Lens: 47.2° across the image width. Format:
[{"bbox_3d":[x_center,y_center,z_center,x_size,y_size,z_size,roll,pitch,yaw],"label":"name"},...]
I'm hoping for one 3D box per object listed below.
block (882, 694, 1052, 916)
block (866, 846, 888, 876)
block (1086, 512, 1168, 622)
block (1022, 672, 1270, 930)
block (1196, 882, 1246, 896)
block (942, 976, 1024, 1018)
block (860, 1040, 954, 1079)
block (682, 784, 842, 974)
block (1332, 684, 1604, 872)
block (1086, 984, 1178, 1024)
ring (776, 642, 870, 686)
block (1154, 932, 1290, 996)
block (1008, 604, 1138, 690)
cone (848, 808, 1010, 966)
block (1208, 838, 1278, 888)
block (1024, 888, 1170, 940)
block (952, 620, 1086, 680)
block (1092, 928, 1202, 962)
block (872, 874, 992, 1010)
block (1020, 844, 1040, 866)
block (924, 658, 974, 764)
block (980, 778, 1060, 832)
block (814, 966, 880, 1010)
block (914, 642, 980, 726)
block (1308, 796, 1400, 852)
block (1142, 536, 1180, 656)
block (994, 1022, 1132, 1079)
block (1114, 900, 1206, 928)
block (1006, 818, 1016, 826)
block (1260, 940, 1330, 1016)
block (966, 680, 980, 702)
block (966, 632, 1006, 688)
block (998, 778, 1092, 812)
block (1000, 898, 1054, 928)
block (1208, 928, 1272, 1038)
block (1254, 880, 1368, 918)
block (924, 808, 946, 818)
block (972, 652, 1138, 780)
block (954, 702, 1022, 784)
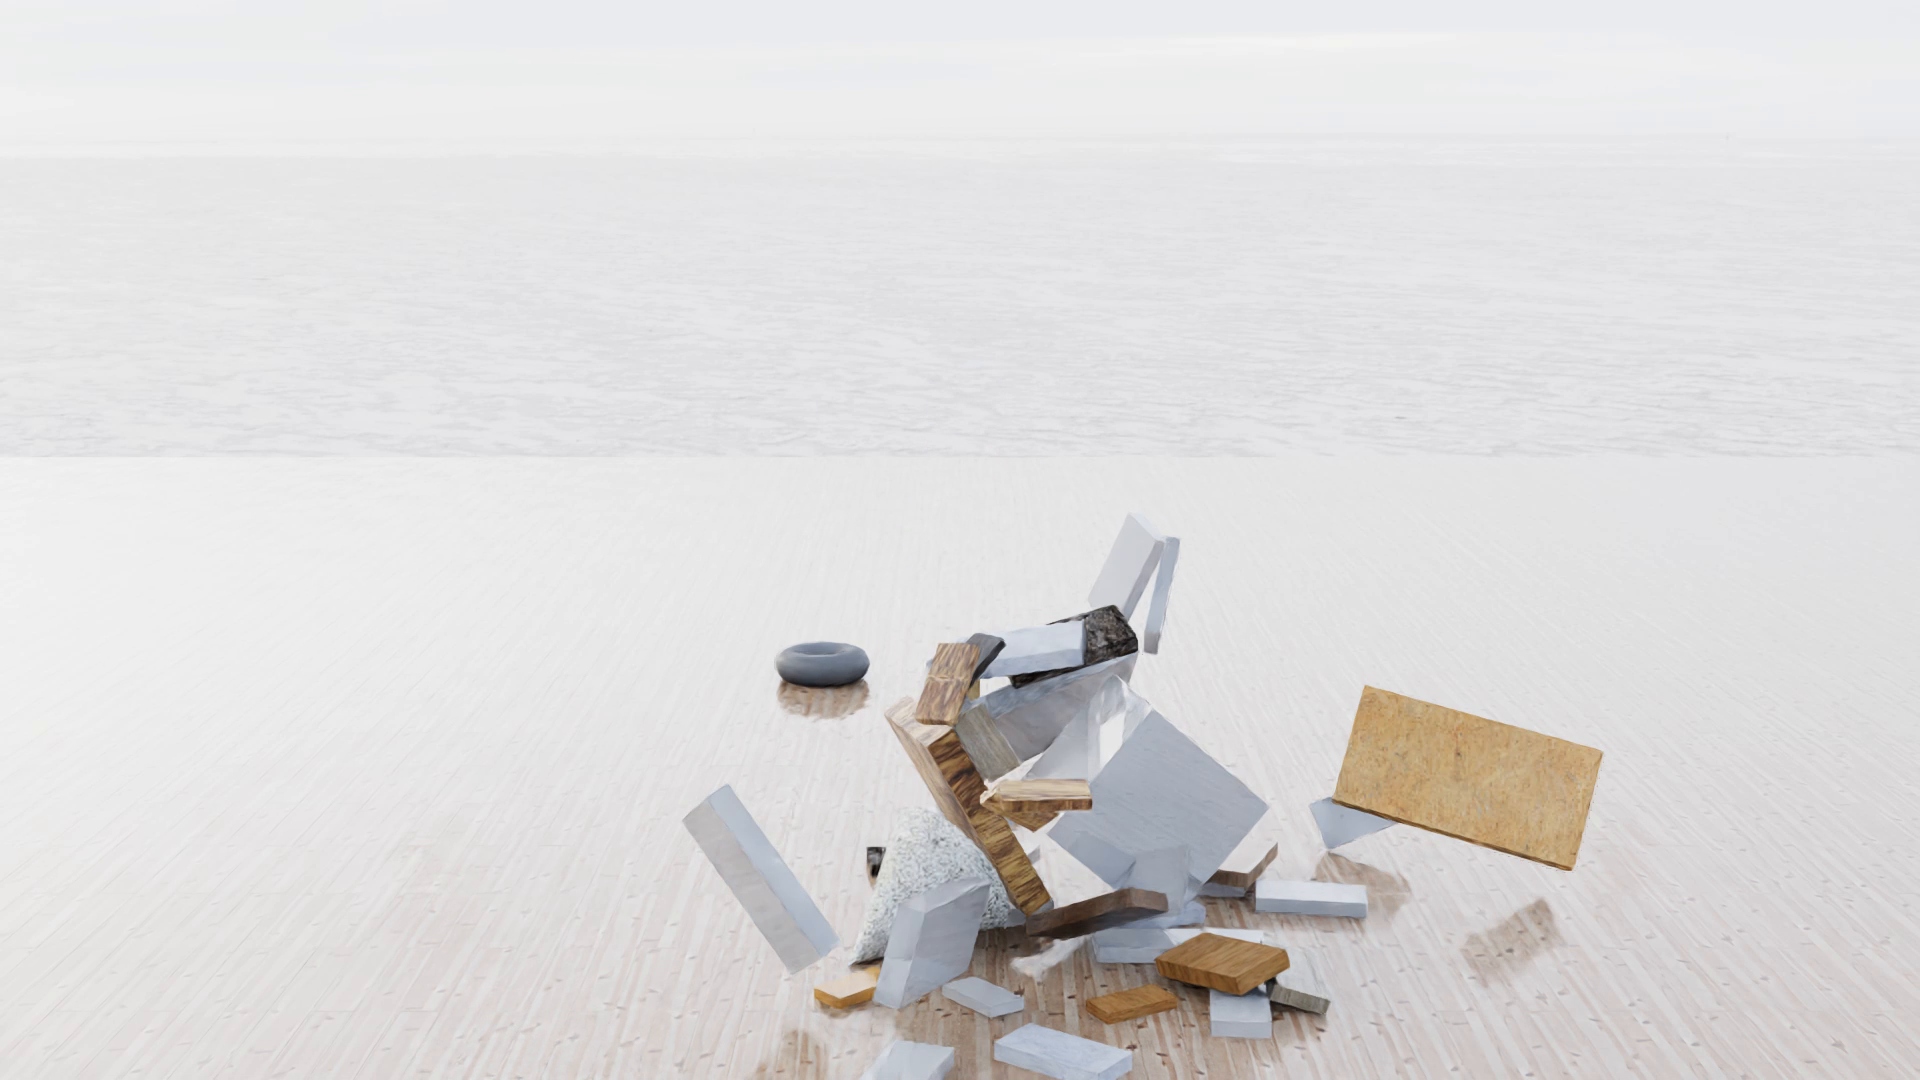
[{"bbox_3d":[0.011,0.414,3.426,0.048,0.350,0.171,-35,25,-13],"label":"block"},{"bbox_3d":[-0.072,0.553,3.804,0.171,0.024,0.085,-2,11,-8],"label":"block"},{"bbox_3d":[0.286,0.055,3.775,0.026,0.185,0.092,6,29,-35],"label":"block"},{"bbox_3d":[0.285,0.412,3.512,0.253,0.253,0.253,40,1,-14],"label":"block"},{"bbox_3d":[0.386,0.571,3.702,0.179,0.025,0.090,1,11,3],"label":"block"},{"bbox_3d":[0.033,0.665,3.201,0.060,0.017,0.120,-6,9,-35],"label":"block"},{"bbox_3d":[-0.076,0.715,2.930,0.085,0.024,0.170,4,11,19],"label":"block"},{"bbox_3d":[-0.288,0.490,3.166,0.039,0.278,0.139,-34,-4,-30],"label":"block"},{"bbox_3d":[0.717,0.336,3.115,0.341,0.171,0.048,15,-11,12],"label":"block"},{"bbox_3d":[0.248,0.672,3.183,0.120,0.017,0.060,-6,12,-30],"label":"block"},{"bbox_3d":[-0.319,0.287,5.105,0.217,0.072,0.217,0,9,0],"label":"ring"},{"bbox_3d":[0.386,0.624,3.246,0.098,0.028,0.196,-22,10,-29],"label":"block"},{"bbox_3d":[0.173,0.174,3.611,0.215,0.030,0.108,-16,31,-9],"label":"block"},{"bbox_3d":[-0.092,0.583,3.411,0.239,0.239,0.239,11,42,46],"label":"cone"},{"bbox_3d":[0.470,0.543,3.716,0.090,0.025,0.179,4,11,23],"label":"block"},{"bbox_3d":[0.207,0.567,3.329,0.196,0.028,0.098,-23,-26,33],"label":"block"},{"bbox_3d":[0.093,0.179,3.543,0.215,0.030,0.108,-9,21,9],"label":"block"},{"bbox_3d":[0.293,0.626,3.396,0.169,0.024,0.085,1,10,-2],"label":"block"},{"bbox_3d":[-0.036,0.569,3.143,0.039,0.139,0.307,17,5,18],"label":"block"},{"bbox_3d":[0.040,0.525,3.663,0.171,0.024,0.086,0,7,20],"label":"block"},{"bbox_3d":[-0.016,0.272,3.396,0.030,0.108,0.268,-26,-20,-12],"label":"block"},{"bbox_3d":[0.086,0.383,3.170,0.107,0.054,0.015,31,36,-30],"label":"block"},{"bbox_3d":[-0.151,0.660,3.244,0.120,0.017,0.060,-10,14,-42],"label":"block"},{"bbox_3d":[-0.018,0.208,3.176,0.063,0.125,0.018,2,-31,32],"label":"block"},{"bbox_3d":[0.712,0.478,3.886,0.170,0.085,0.024,-21,-15,0],"label":"block"},{"bbox_3d":[0.350,0.096,3.810,0.026,0.184,0.092,11,-26,8],"label":"block"},{"bbox_3d":[0.140,0.703,2.996,0.170,0.024,0.085,8,13,36],"label":"block"},{"bbox_3d":[0.299,0.601,3.536,0.169,0.024,0.085,-4,10,-22],"label":"block"},{"bbox_3d":[0.067,0.514,4.037,0.052,0.015,0.104,8,13,38],"label":"block"},{"bbox_3d":[0.490,0.643,3.241,0.085,0.024,0.169,16,12,-3],"label":"block"},{"bbox_3d":[-0.003,0.353,4.155,0.085,0.289,0.024,0,11,0],"label":"block"},{"bbox_3d":[0.015,0.180,3.235,0.054,0.015,0.107,10,45,40],"label":"block"},{"bbox_3d":[0.119,0.359,3.100,0.125,0.018,0.063,-1,21,-6],"label":"block"},{"bbox_3d":[0.056,0.586,3.573,0.098,0.028,0.196,-7,8,-33],"label":"block"},{"bbox_3d":[0.412,0.654,3.261,0.085,0.024,0.363,1,11,6],"label":"block"},{"bbox_3d":[0.576,0.588,3.608,0.179,0.025,0.090,2,11,9],"label":"block"},{"bbox_3d":[-0.038,0.514,4.037,0.052,0.015,0.104,-1,11,-5],"label":"block"},{"bbox_3d":[0.141,0.289,3.720,0.341,0.171,0.048,-22,54,-31],"label":"block"},{"bbox_3d":[0.038,0.294,3.197,0.054,0.107,0.015,-32,4,10],"label":"block"}]
